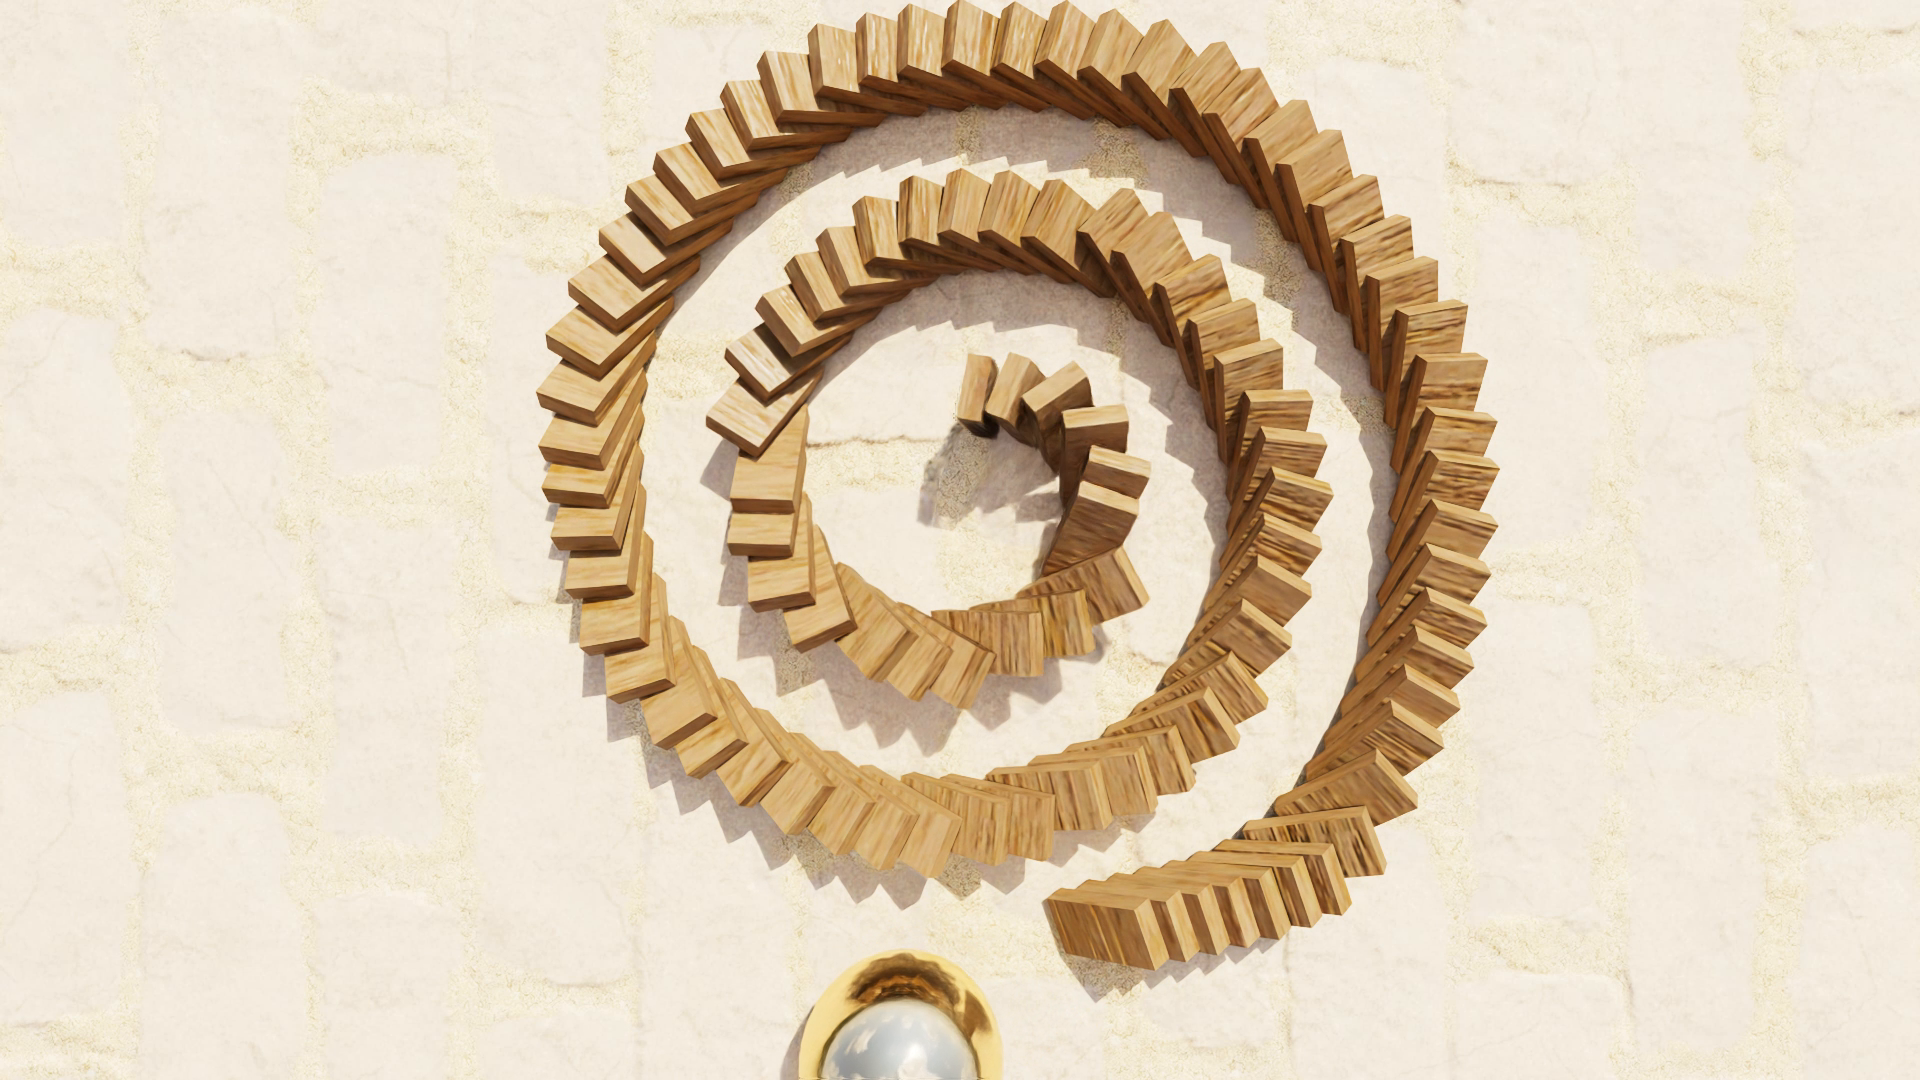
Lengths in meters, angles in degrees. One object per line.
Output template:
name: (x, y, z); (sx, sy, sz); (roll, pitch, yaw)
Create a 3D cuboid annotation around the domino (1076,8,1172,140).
domino: (0.074, -0.193, 0.382); (0.050, 0.009, 0.025); (23, 88, -33)

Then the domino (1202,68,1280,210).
domino: (0.124, -0.166, 0.382); (0.025, 0.009, 0.050); (-47, 123, 0)

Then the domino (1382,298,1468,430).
domino: (0.194, -0.073, 0.383); (0.025, 0.010, 0.050); (-10, 121, -3)

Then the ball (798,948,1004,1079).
ball: (-0.023, 0.204, 0.360); (0.080, 0.080, 0.080); (0, 90, 0)

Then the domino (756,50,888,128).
domino: (-0.057, -0.187, 0.381); (0.050, 0.009, 0.025); (-17, 88, -36)

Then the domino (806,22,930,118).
domino: (-0.038, -0.195, 0.382); (0.050, 0.010, 0.025); (-6, 90, -34)

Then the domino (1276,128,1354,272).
domino: (0.152, -0.141, 0.382); (0.025, 0.010, 0.050); (-35, 122, -2)

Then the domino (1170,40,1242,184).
domino: (0.111, -0.177, 0.383); (0.025, 0.010, 0.050); (-48, 122, 0)

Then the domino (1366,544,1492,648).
domino: (0.194, 0.027, 0.383); (0.025, 0.010, 0.050); (18, 123, 0)

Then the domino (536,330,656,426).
domino: (-0.150, -0.072, 0.381); (0.025, 0.010, 0.050); (19, 55, 2)

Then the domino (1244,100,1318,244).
domino: (0.140, -0.153, 0.383); (0.025, 0.009, 0.050); (-38, 122, 0)

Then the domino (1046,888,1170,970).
domino: (0.060, 0.160, 0.378); (0.009, 0.050, 0.025); (-19, 90, -40)

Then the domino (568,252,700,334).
domino: (-0.135, -0.111, 0.383); (0.025, 0.009, 0.050); (38, 58, 0)

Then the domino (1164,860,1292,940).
domino: (0.108, 0.147, 0.378); (0.010, 0.050, 0.025); (-19, 90, -40)

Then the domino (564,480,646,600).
domino: (-0.148, -0.001, 0.384); (0.025, 0.010, 0.050); (-4, 61, 0)

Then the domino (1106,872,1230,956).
domino: (0.084, 0.153, 0.378); (0.009, 0.050, 0.025); (-19, 91, -40)

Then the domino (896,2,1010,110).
domino: (-0.002, -0.200, 0.382); (0.050, 0.010, 0.025); (2, 88, -33)

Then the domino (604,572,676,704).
domino: (-0.135, 0.040, 0.383); (0.025, 0.009, 0.050); (-18, 60, 2)

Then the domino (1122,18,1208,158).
domino: (0.092, -0.187, 0.382); (0.050, 0.009, 0.025); (32, 88, -33)

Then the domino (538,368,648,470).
domino: (-0.152, -0.053, 0.381); (0.025, 0.010, 0.050); (9, 54, 3)

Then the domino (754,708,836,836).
domino: (-0.077, 0.096, 0.382); (0.050, 0.010, 0.025); (38, 92, 32)

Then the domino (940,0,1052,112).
domino: (0.017, -0.201, 0.382); (0.050, 0.009, 0.025); (8, 88, -33)

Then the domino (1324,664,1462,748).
domino: (0.179, 0.076, 0.381); (0.025, 0.009, 0.050); (29, 126, -2)

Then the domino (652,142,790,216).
domino: (-0.099, -0.155, 0.381); (0.025, 0.009, 0.050); (50, 53, 1)

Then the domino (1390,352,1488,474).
domino: (0.199, -0.052, 0.383); (0.025, 0.009, 0.050); (-2, 120, -3)

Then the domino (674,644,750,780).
domino: (-0.110, 0.071, 0.383); (0.025, 0.010, 0.050); (-36, 59, 0)

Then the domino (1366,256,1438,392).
domino: (0.185, -0.090, 0.383); (0.025, 0.010, 0.050); (-19, 121, -1)

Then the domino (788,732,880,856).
domino: (-0.059, 0.105, 0.382); (0.050, 0.010, 0.025); (32, 93, 32)

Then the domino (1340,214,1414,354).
domino: (0.176, -0.106, 0.383); (0.025, 0.010, 0.050); (-23, 121, 0)

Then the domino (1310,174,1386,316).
domino: (0.165, -0.123, 0.383); (0.025, 0.010, 0.050); (-29, 121, 0)

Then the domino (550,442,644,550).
domino: (-0.150, -0.019, 0.381); (0.025, 0.010, 0.050); (-1, 54, 1)

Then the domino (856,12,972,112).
domino: (-0.019, -0.199, 0.382); (0.050, 0.009, 0.025); (-2, 90, -33)

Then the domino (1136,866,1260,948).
domino: (0.096, 0.150, 0.378); (0.009, 0.050, 0.025); (-18, 90, -40)

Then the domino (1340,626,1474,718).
domino: (0.185, 0.061, 0.381); (0.025, 0.010, 0.050); (26, 126, -1)

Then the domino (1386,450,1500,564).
domino: (0.200, -0.012, 0.382); (0.025, 0.009, 0.050); (8, 122, -1)

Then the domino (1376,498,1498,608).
domino: (0.198, 0.009, 0.383); (0.025, 0.010, 0.050); (15, 121, 0)

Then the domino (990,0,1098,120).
domino: (0.038, -0.199, 0.383); (0.050, 0.009, 0.025); (12, 90, -32)

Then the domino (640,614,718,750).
domino: (-0.121, 0.059, 0.382); (0.025, 0.009, 0.050); (-32, 59, 2)

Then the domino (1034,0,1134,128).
domino: (0.056, -0.197, 0.382); (0.050, 0.010, 0.025); (19, 88, -33)

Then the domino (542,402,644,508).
domino: (-0.152, -0.037, 0.382); (0.025, 0.009, 0.050); (6, 54, 1)

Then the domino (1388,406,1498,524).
domino: (0.201, -0.030, 0.384); (0.025, 0.009, 0.050); (6, 119, 0)

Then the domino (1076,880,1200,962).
domino: (0.072, 0.156, 0.378); (0.009, 0.050, 0.025); (-19, 91, -40)

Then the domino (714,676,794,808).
domino: (-0.093, 0.084, 0.383); (0.025, 0.010, 0.050); (-47, 58, 0)

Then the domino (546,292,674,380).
domino: (-0.145, -0.091, 0.382); (0.025, 0.010, 0.050); (31, 56, 1)

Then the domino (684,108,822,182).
domino: (-0.085, -0.167, 0.381); (0.050, 0.010, 0.025); (-31, 90, -36)

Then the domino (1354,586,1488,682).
domino: (0.191, 0.045, 0.381); (0.025, 0.009, 0.050); (23, 126, -1)

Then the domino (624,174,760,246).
domino: (-0.110, -0.143, 0.381); (0.025, 0.010, 0.050); (46, 53, 1)

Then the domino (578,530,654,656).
domino: (-0.143, 0.022, 0.383); (0.025, 0.009, 0.050); (-10, 61, 3)

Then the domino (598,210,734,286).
domino: (-0.122, -0.130, 0.384); (0.025, 0.010, 0.050); (44, 61, 0)

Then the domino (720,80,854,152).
domino: (-0.071, -0.178, 0.381); (0.050, 0.010, 0.025); (-25, 90, -36)
